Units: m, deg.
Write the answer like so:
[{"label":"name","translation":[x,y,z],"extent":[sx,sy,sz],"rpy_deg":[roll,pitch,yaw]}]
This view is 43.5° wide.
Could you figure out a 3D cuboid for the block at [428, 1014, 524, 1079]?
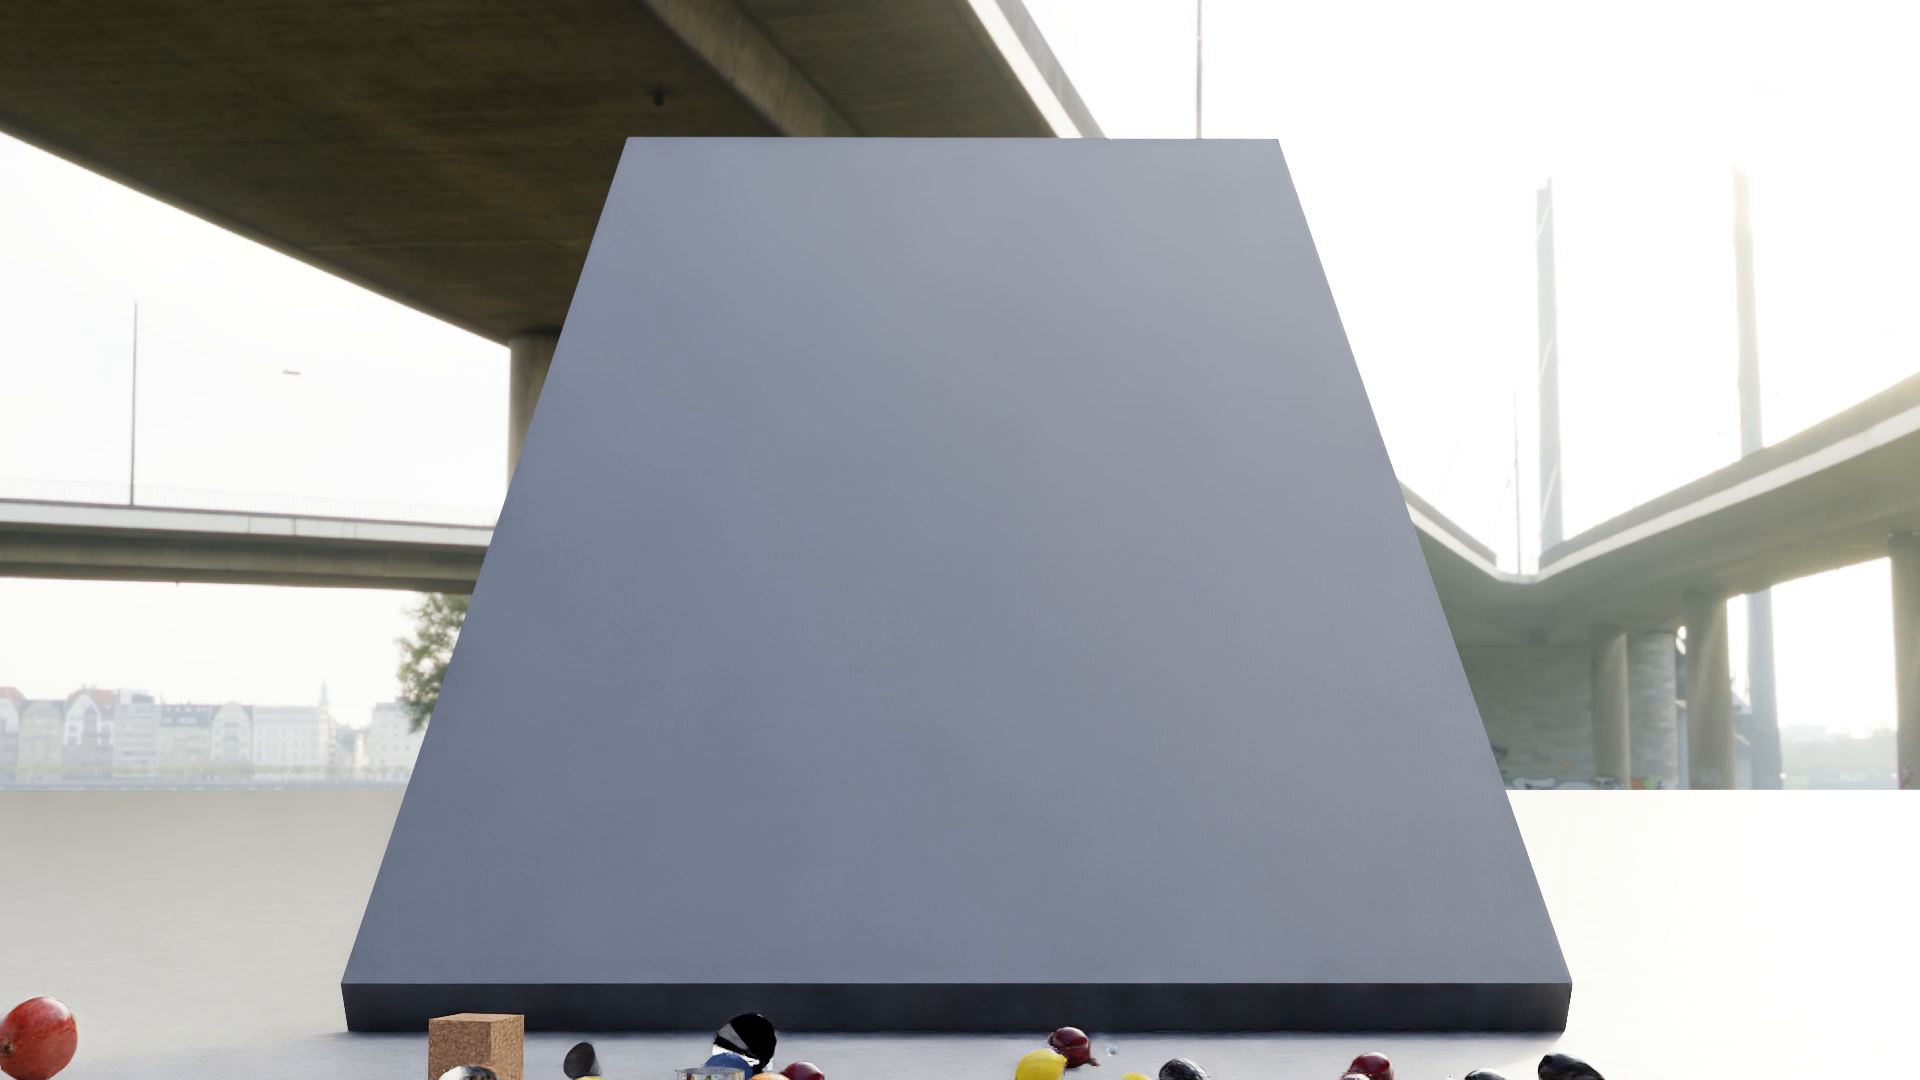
[{"label":"block","translation":[-0.648,0.686,3.220],"extent":[0.092,0.092,0.092],"rpy_deg":[-2,-6,17]}]

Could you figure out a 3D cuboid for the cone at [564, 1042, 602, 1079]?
[{"label":"cone","translation":[-0.512,0.731,3.332],"extent":[0.054,0.054,0.054],"rpy_deg":[-4,-34,33]}]

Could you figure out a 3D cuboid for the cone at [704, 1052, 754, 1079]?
[{"label":"cone","translation":[-0.302,0.706,3.109],"extent":[0.067,0.067,0.067],"rpy_deg":[1,-33,-8]}]

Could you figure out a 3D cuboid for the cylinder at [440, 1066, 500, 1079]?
[{"label":"cylinder","translation":[-0.538,0.630,2.652],"extent":[0.090,0.090,0.090],"rpy_deg":[2,-6,-18]}]

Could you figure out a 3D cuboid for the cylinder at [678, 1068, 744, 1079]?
[{"label":"cylinder","translation":[-0.285,0.646,2.749],"extent":[0.077,0.077,0.077],"rpy_deg":[0,-6,0]}]

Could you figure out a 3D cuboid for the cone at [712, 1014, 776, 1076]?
[{"label":"cone","translation":[-0.281,0.723,3.349],"extent":[0.096,0.096,0.096],"rpy_deg":[-2,-33,22]}]

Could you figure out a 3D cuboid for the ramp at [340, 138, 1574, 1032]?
[{"label":"ramp","translation":[-0.012,-0.215,5.671],"extent":[2.000,0.100,4.000],"rpy_deg":[0,29,0]}]
